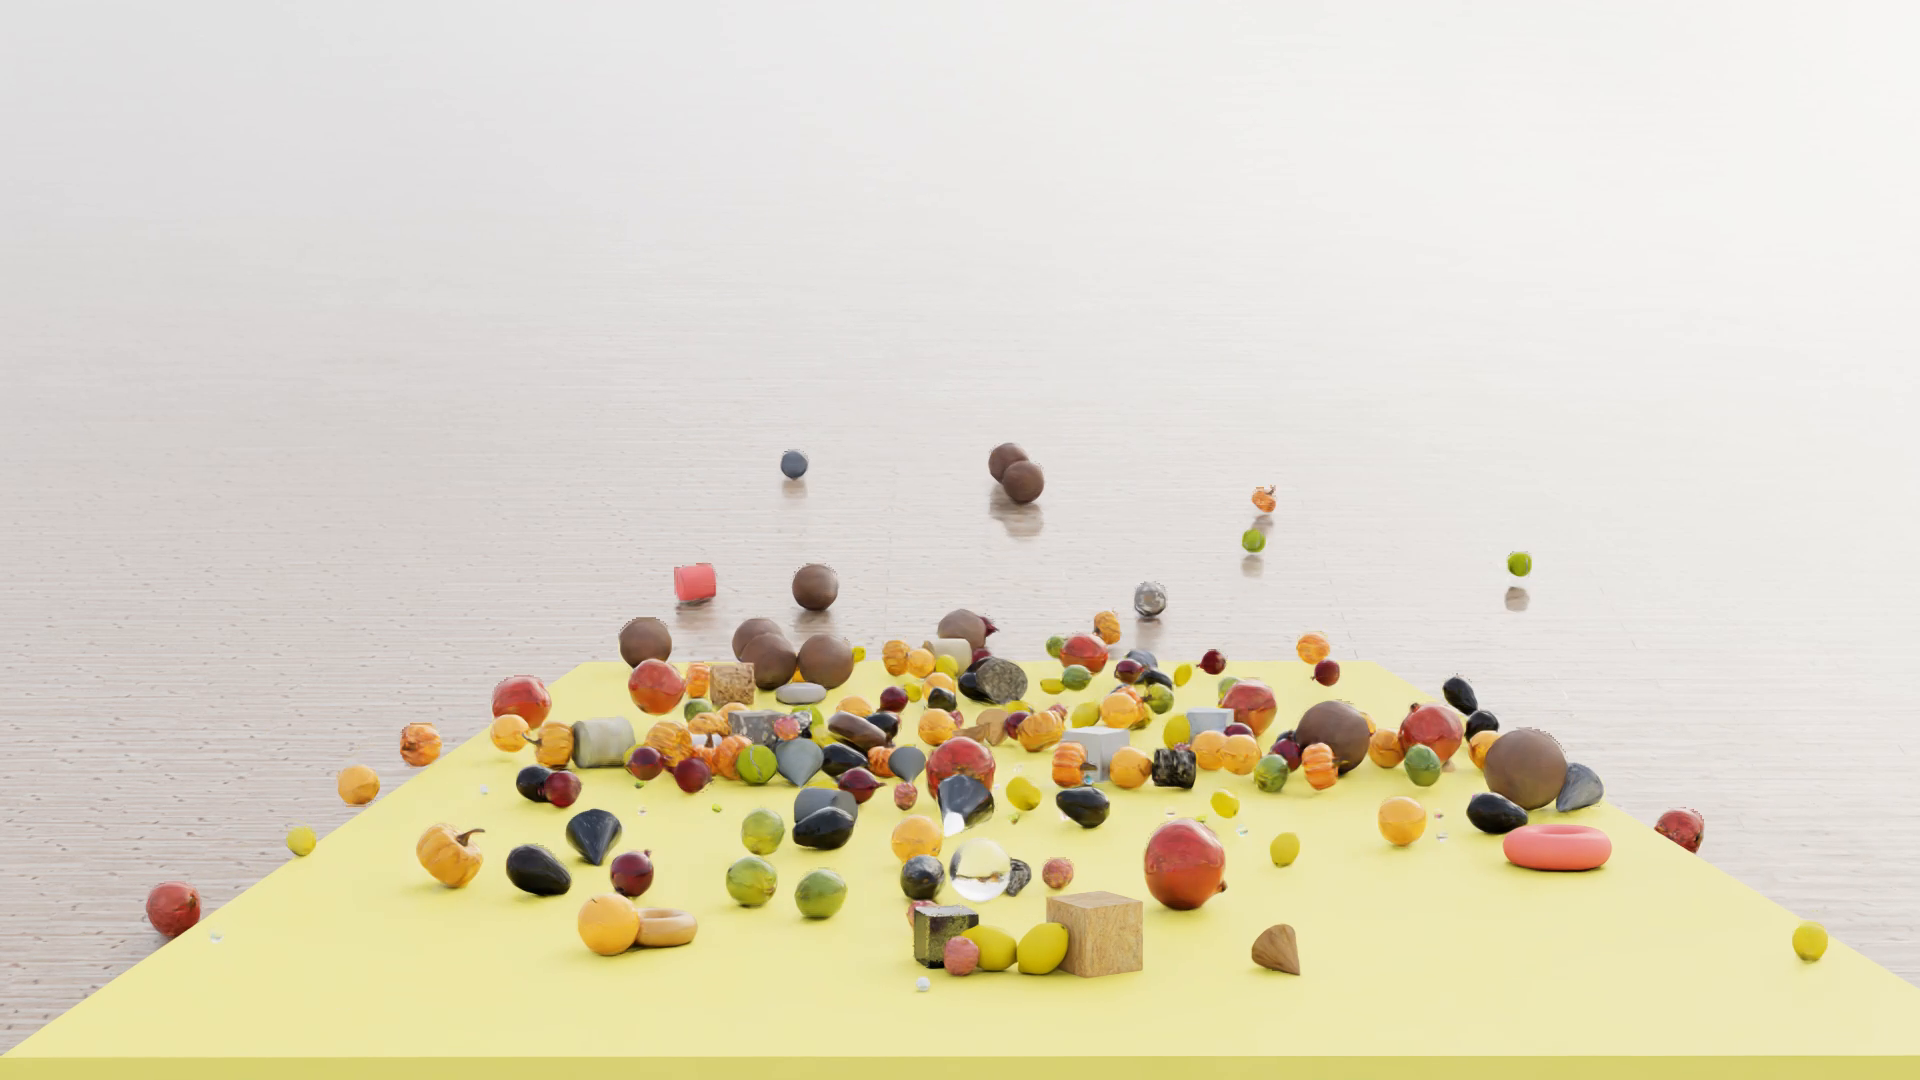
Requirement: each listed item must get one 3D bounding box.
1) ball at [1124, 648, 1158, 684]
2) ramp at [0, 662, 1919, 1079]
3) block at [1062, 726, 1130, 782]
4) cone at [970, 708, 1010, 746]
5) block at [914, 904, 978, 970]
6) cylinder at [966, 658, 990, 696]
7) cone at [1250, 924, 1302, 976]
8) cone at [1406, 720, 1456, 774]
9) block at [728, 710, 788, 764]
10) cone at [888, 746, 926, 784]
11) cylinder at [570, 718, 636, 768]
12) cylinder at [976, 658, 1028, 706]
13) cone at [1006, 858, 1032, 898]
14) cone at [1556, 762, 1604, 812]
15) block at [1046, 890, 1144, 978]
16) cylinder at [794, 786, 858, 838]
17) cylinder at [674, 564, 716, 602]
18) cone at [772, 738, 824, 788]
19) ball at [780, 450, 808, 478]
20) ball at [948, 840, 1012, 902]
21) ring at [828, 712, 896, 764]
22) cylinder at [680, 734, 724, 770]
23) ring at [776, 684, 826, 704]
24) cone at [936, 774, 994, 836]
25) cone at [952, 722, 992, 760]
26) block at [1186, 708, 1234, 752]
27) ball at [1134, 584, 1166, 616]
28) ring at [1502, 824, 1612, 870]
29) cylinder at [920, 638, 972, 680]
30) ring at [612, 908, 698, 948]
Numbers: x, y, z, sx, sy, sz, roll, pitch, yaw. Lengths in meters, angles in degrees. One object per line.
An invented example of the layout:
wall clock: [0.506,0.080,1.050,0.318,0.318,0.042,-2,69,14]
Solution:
ball: [0.421,0.294,5.998,0.081,0.081,0.081,0,22,0]
ramp: [0.051,0.458,4.533,2.000,0.100,4.000,0,3,0]
block: [0.236,0.371,4.458,0.083,0.083,0.083,2,4,40]
cone: [0.066,0.373,4.897,0.076,0.076,0.076,-6,52,-14]
block: [-0.016,0.457,2.964,0.060,0.060,0.060,-1,3,-18]
cylinder: [0.058,0.306,5.744,0.083,0.083,0.083,4,-1,9]
cone: [0.371,0.476,2.913,0.059,0.059,0.059,-12,40,-27]
cone: [0.834,0.361,4.553,0.091,0.091,0.091,0,3,0]
block: [-0.369,0.358,4.698,0.084,0.084,0.084,-1,3,-26]
cone: [-0.088,0.400,4.408,0.067,0.067,0.067,-2,30,-4]
cylinder: [-0.639,0.362,4.590,0.086,0.086,0.086,-2,19,-34]
cylinder: [0.090,0.308,5.595,0.094,0.094,0.094,-5,4,-11]
cone: [0.069,0.455,3.380,0.051,0.051,0.051,1,29,2]
cone: [0.967,0.411,4.088,0.083,0.083,0.083,16,39,34]
block: [0.153,0.449,2.933,0.079,0.079,0.079,-2,3,-32]
cylinder: [-0.202,0.408,3.859,0.069,0.069,0.069,2,19,38]
cylinder: [-0.732,0.118,7.119,0.092,0.092,0.092,-8,23,-21]
cone: [-0.273,0.397,4.369,0.088,0.088,0.088,-2,30,-5]
ball: [-0.519,-0.235,8.022,0.086,0.086,0.086,0,22,0]
ball: [0.026,0.428,3.329,0.081,0.081,0.081,0,22,0]
ring: [-0.176,0.356,4.635,0.137,0.137,0.046,19,72,39]
cylinder: [-0.459,0.376,4.574,0.060,0.060,0.060,-2,21,-25]
ring: [-0.348,0.336,5.619,0.112,0.037,0.112,-1,4,0]
cone: [-0.007,0.420,3.873,0.095,0.095,0.095,7,32,17]
cone: [0.032,0.352,4.678,0.068,0.068,0.068,-41,29,-2]
block: [0.469,0.356,4.823,0.075,0.075,0.075,1,3,15]
ball: [0.518,0.164,7.019,0.092,0.092,0.092,0,22,0]
ring: [0.836,0.430,3.601,0.150,0.050,0.150,-1,2,0]
cylinder: [-0.032,0.281,6.099,0.093,0.093,0.093,-3,21,-24]
ring: [-0.366,0.464,3.084,0.103,0.034,0.103,1,3,0]
